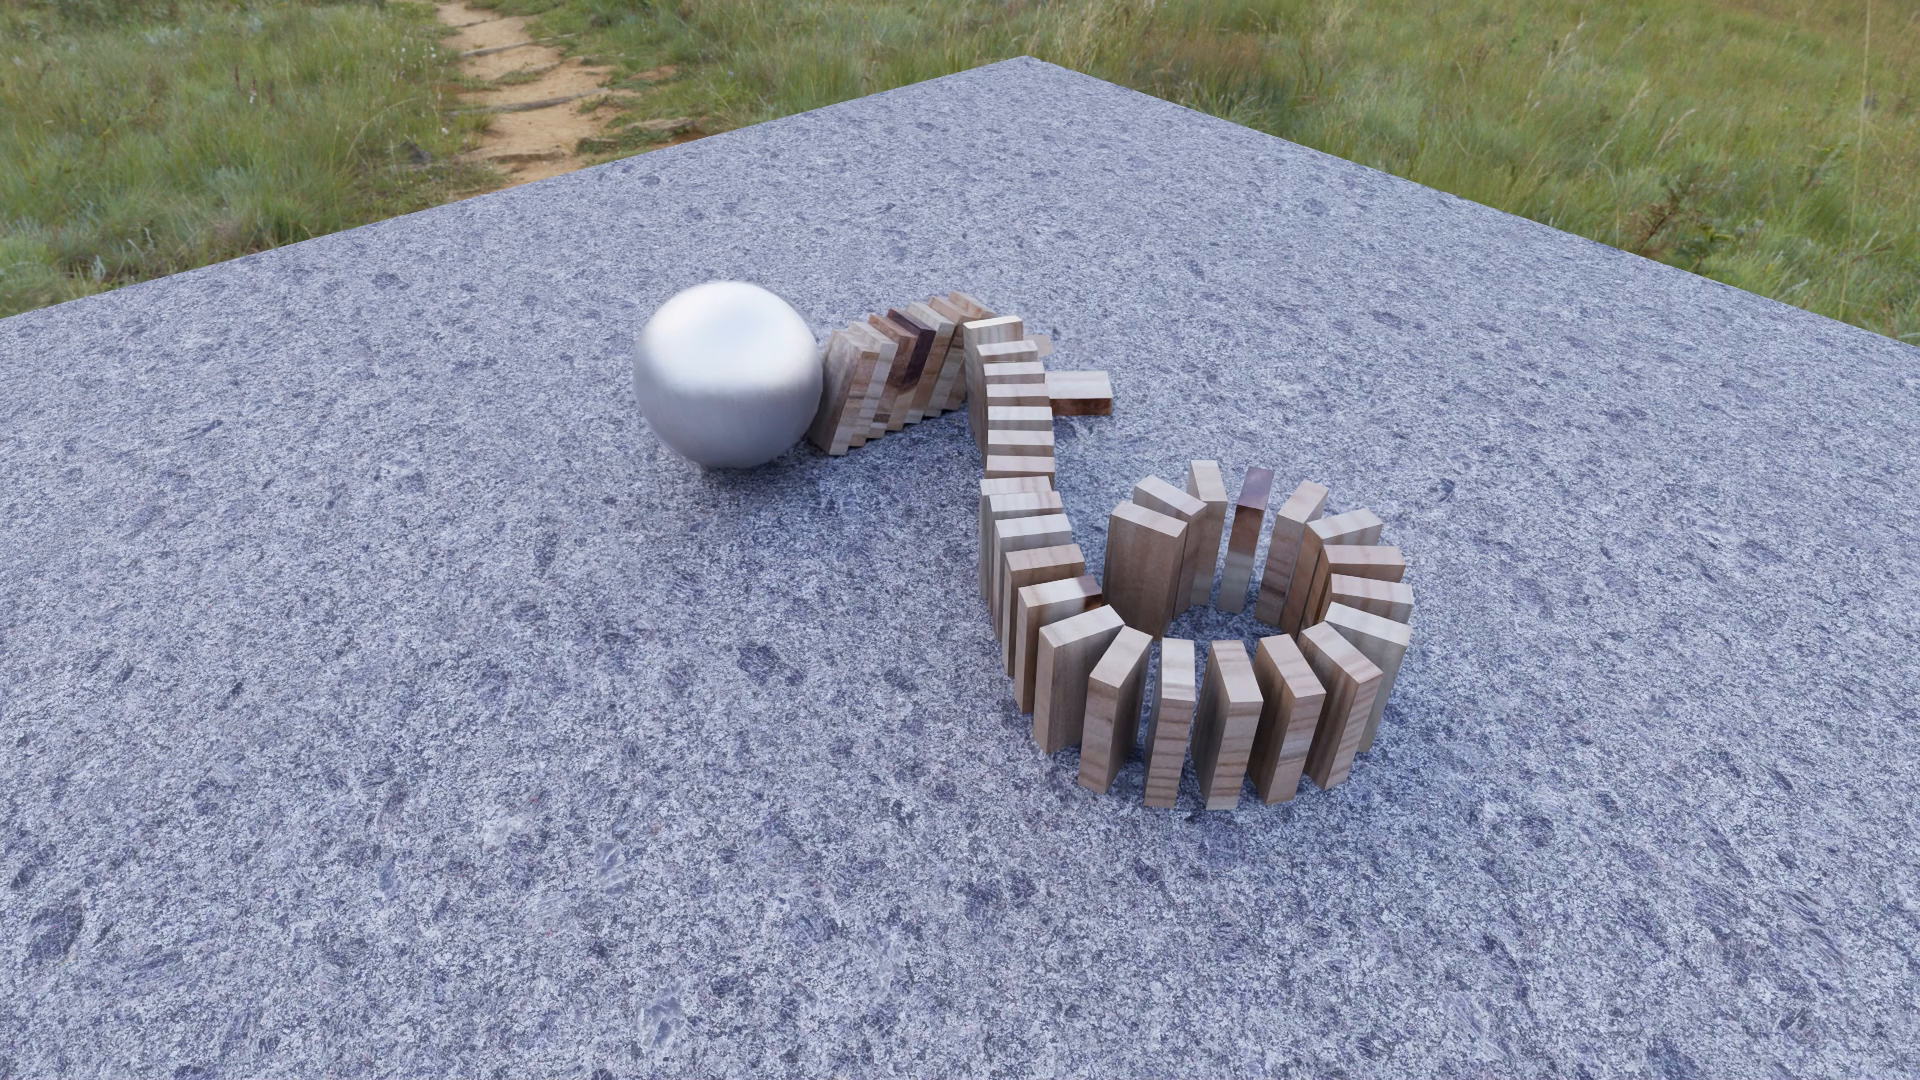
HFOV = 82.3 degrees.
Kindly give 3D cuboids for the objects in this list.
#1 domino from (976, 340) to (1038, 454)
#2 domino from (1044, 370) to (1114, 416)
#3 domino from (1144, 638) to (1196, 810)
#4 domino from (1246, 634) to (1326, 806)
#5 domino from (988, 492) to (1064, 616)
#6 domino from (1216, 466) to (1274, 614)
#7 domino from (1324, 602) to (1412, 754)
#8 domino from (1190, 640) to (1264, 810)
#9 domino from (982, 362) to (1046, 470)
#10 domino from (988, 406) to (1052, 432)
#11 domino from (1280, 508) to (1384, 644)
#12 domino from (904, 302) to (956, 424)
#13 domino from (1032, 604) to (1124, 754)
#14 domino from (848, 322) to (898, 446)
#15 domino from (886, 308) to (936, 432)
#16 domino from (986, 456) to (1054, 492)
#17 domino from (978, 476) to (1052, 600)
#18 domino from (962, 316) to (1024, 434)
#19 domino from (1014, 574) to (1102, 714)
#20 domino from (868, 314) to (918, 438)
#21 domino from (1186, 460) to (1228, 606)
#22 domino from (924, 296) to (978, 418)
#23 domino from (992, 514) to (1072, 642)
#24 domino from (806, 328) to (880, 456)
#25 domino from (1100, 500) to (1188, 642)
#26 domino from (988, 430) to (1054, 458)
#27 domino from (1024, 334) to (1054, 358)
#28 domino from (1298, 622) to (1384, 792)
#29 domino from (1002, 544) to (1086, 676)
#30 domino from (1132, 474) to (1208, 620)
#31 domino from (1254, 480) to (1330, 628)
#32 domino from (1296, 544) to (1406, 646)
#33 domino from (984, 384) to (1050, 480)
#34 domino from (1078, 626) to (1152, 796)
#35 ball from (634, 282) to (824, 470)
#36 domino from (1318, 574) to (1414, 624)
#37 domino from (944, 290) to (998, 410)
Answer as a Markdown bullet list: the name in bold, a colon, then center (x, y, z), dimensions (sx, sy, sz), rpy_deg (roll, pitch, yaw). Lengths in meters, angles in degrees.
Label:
- **domino**: center (0.020, -0.063, 0.489), dimensions (0.025, 0.050, 0.009), rpy_deg (-7, 39, -9)
- **domino**: center (0.047, -0.071, 0.530), dimensions (0.050, 0.009, 0.025), rpy_deg (-1, 39, -1)
- **domino**: center (0.065, 0.057, 0.341), dimensions (0.010, 0.050, 0.025), rpy_deg (5, 40, 6)
- **domino**: center (0.099, 0.056, 0.343), dimensions (0.009, 0.050, 0.025), rpy_deg (-8, 40, -9)
- **domino**: center (0.023, 0.006, 0.405), dimensions (0.025, 0.050, 0.009), rpy_deg (-4, 39, -4)
- **domino**: center (0.106, 0.000, 0.411), dimensions (0.010, 0.050, 0.025), rpy_deg (14, 41, 16)
- **domino**: center (0.127, 0.045, 0.356), dimensions (0.025, 0.050, 0.009), rpy_deg (19, 43, 21)
- **domino**: center (0.082, 0.058, 0.341), dimensions (0.009, 0.050, 0.025), rpy_deg (-2, 39, -2)
- **domino**: center (0.023, -0.052, 0.475), dimensions (0.025, 0.050, 0.010), rpy_deg (-3, 39, -3)
- **domino**: center (0.024, -0.031, 0.449), dimensions (0.025, 0.050, 0.009), rpy_deg (0, 39, 0)
- **domino**: center (0.133, 0.013, 0.395), dimensions (0.025, 0.050, 0.009), rpy_deg (-13, 41, -15)
- **domino**: center (-0.021, -0.083, 0.513), dimensions (0.010, 0.050, 0.025), rpy_deg (-1, 31, -44)
- **domino**: center (0.038, 0.046, 0.356), dimensions (0.025, 0.050, 0.010), rpy_deg (-17, 42, -19)
- **domino**: center (-0.046, -0.071, 0.498), dimensions (0.009, 0.050, 0.025), rpy_deg (-1, 31, -44)
- **domino**: center (-0.030, -0.079, 0.508), dimensions (0.010, 0.050, 0.025), rpy_deg (-1, 31, -44)
- **domino**: center (0.023, -0.009, 0.422), dimensions (0.025, 0.050, 0.009), rpy_deg (2, 39, 2)
- **domino**: center (0.020, 0.000, 0.412), dimensions (0.025, 0.050, 0.010), rpy_deg (-3, 39, -4)
- **domino**: center (0.016, -0.075, 0.503), dimensions (0.025, 0.050, 0.009), rpy_deg (-11, 29, -14)
- **domino**: center (0.032, 0.036, 0.368), dimensions (0.025, 0.050, 0.009), rpy_deg (-10, 40, -12)
- **domino**: center (-0.038, -0.075, 0.503), dimensions (0.009, 0.050, 0.025), rpy_deg (-1, 31, -44)
- **domino**: center (0.090, -0.002, 0.414), dimensions (0.010, 0.050, 0.025), rpy_deg (1, 39, 1)
- **domino**: center (-0.012, -0.086, 0.517), dimensions (0.010, 0.050, 0.025), rpy_deg (1, 30, -44)
- **domino**: center (0.025, 0.014, 0.394), dimensions (0.025, 0.050, 0.009), rpy_deg (-6, 40, -7)
- **domino**: center (-0.054, -0.066, 0.493), dimensions (0.009, 0.050, 0.025), rpy_deg (-1, 31, -44)
- **domino**: center (0.065, 0.012, 0.397), dimensions (0.025, 0.050, 0.010), rpy_deg (21, 44, 24)
- **domino**: center (0.023, -0.020, 0.436), dimensions (0.025, 0.050, 0.009), rpy_deg (1, 39, 2)
- **domino**: center (0.019, -0.089, 0.544), dimensions (0.050, 0.009, 0.025), rpy_deg (-27, 20, -29)
- **domino**: center (0.115, 0.053, 0.347), dimensions (0.009, 0.050, 0.025), rpy_deg (-19, 43, -21)
- **domino**: center (0.028, 0.025, 0.381), dimensions (0.025, 0.050, 0.010), rpy_deg (-7, 40, -9)
- **domino**: center (0.075, 0.003, 0.408), dimensions (0.009, 0.050, 0.025), rpy_deg (-31, 49, -32)
- **domino**: center (0.122, 0.005, 0.405), dimensions (0.010, 0.050, 0.025), rpy_deg (24, 45, 26)
- **domino**: center (0.135, 0.024, 0.382), dimensions (0.025, 0.050, 0.010), rpy_deg (1, 39, 2)
- **domino**: center (0.023, -0.041, 0.462), dimensions (0.025, 0.050, 0.009), rpy_deg (-1, 39, -1)
- **domino**: center (0.048, 0.054, 0.345), dimensions (0.010, 0.050, 0.025), rpy_deg (21, 44, 23)
- **ball**: center (-0.099, -0.070, 0.474), dimensions (0.080, 0.080, 0.080), rpy_deg (0, 39, 0)
- **domino**: center (0.132, 0.035, 0.369), dimensions (0.025, 0.050, 0.009), rpy_deg (8, 40, 10)
- **domino**: center (-0.002, -0.090, 0.522), dimensions (0.009, 0.050, 0.025), rpy_deg (2, 30, -44)
